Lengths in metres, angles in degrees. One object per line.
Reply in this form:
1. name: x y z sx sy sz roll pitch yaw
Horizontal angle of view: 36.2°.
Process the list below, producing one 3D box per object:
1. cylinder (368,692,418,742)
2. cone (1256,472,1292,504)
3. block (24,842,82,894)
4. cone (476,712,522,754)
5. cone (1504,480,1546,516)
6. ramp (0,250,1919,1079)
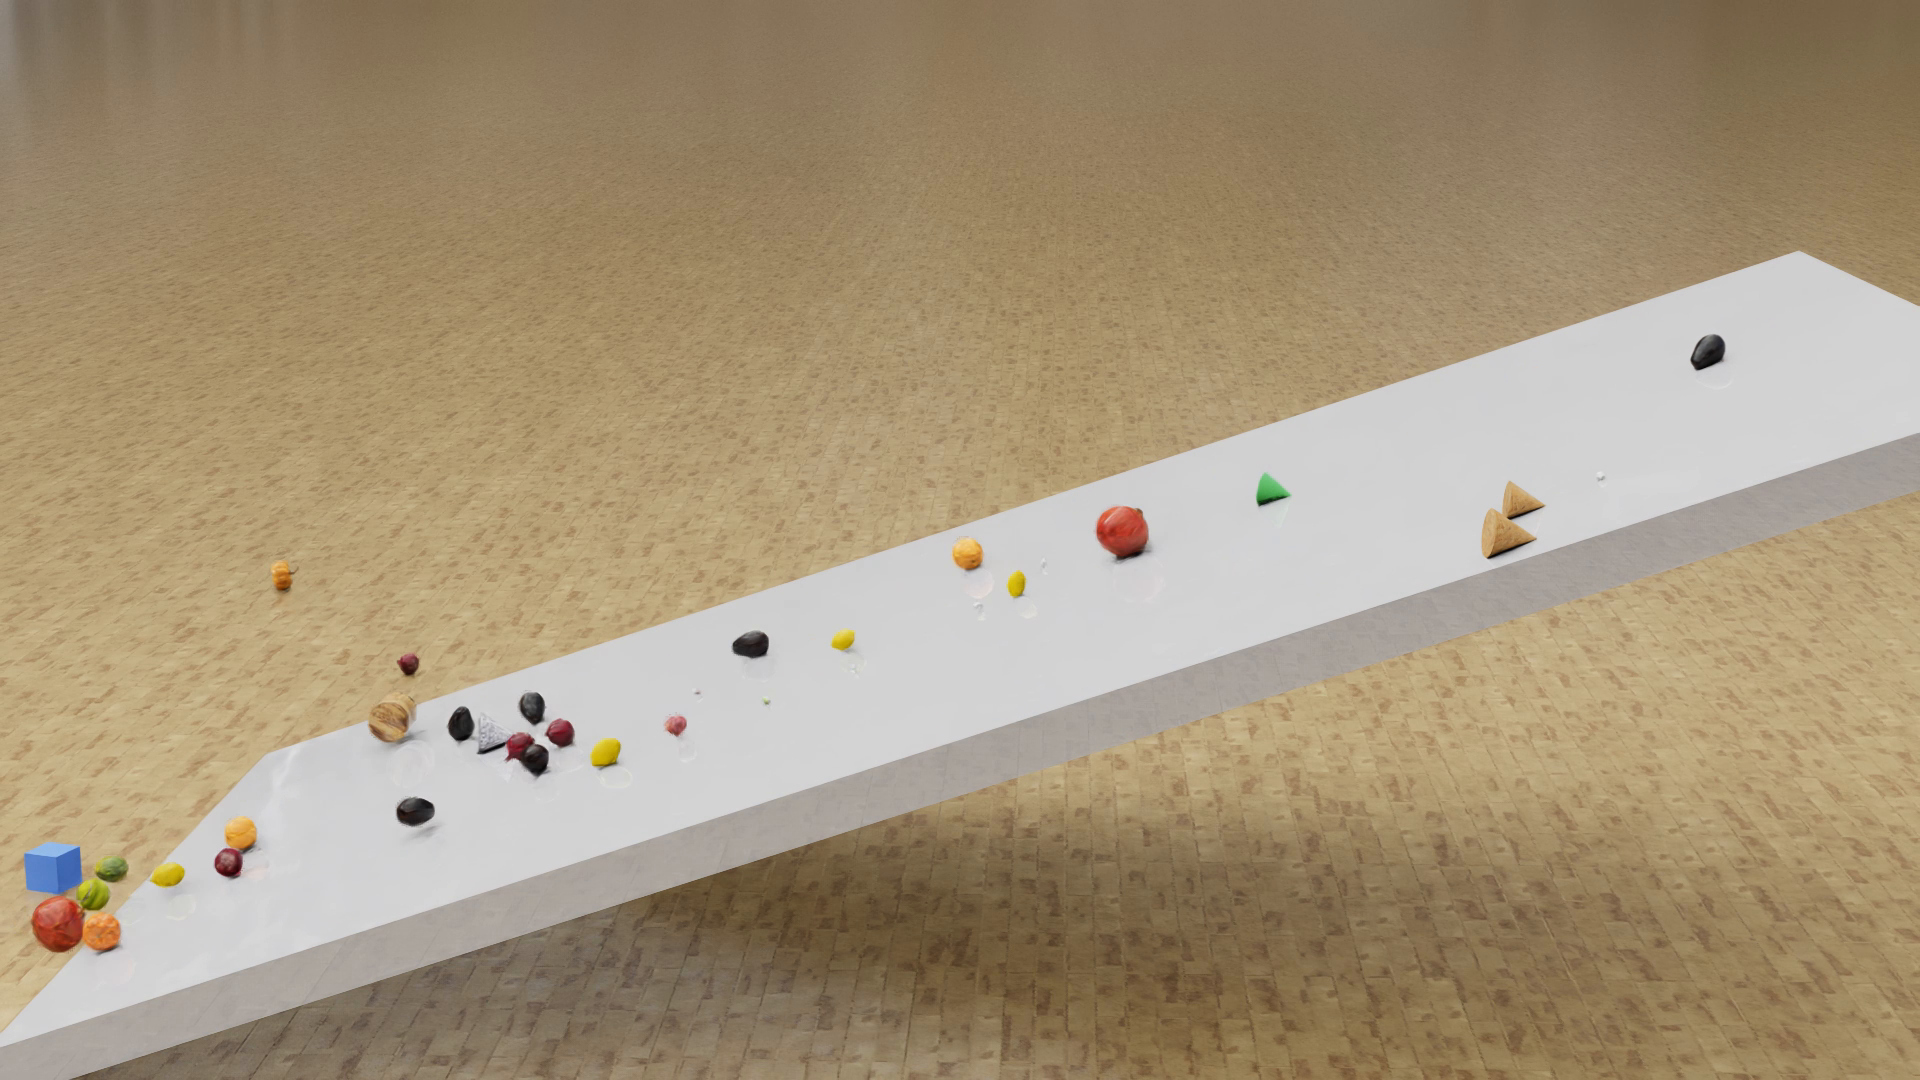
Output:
1. cylinder: -1.357 0.424 7.036 0.095 0.095 0.095 1 14 3
2. cone: 0.686 -0.104 6.361 0.070 0.070 0.070 15 17 21
3. block: -2.079 0.752 6.745 0.088 0.088 0.088 4 13 20
4. cone: -1.034 0.438 6.617 0.096 0.096 0.096 6 11 -12
5. cone: 1.065 -0.069 5.527 0.075 0.075 0.075 8 12 0
6. ramp: 0.107 0.180 6.304 4.000 0.100 2.000 -18 11 6
